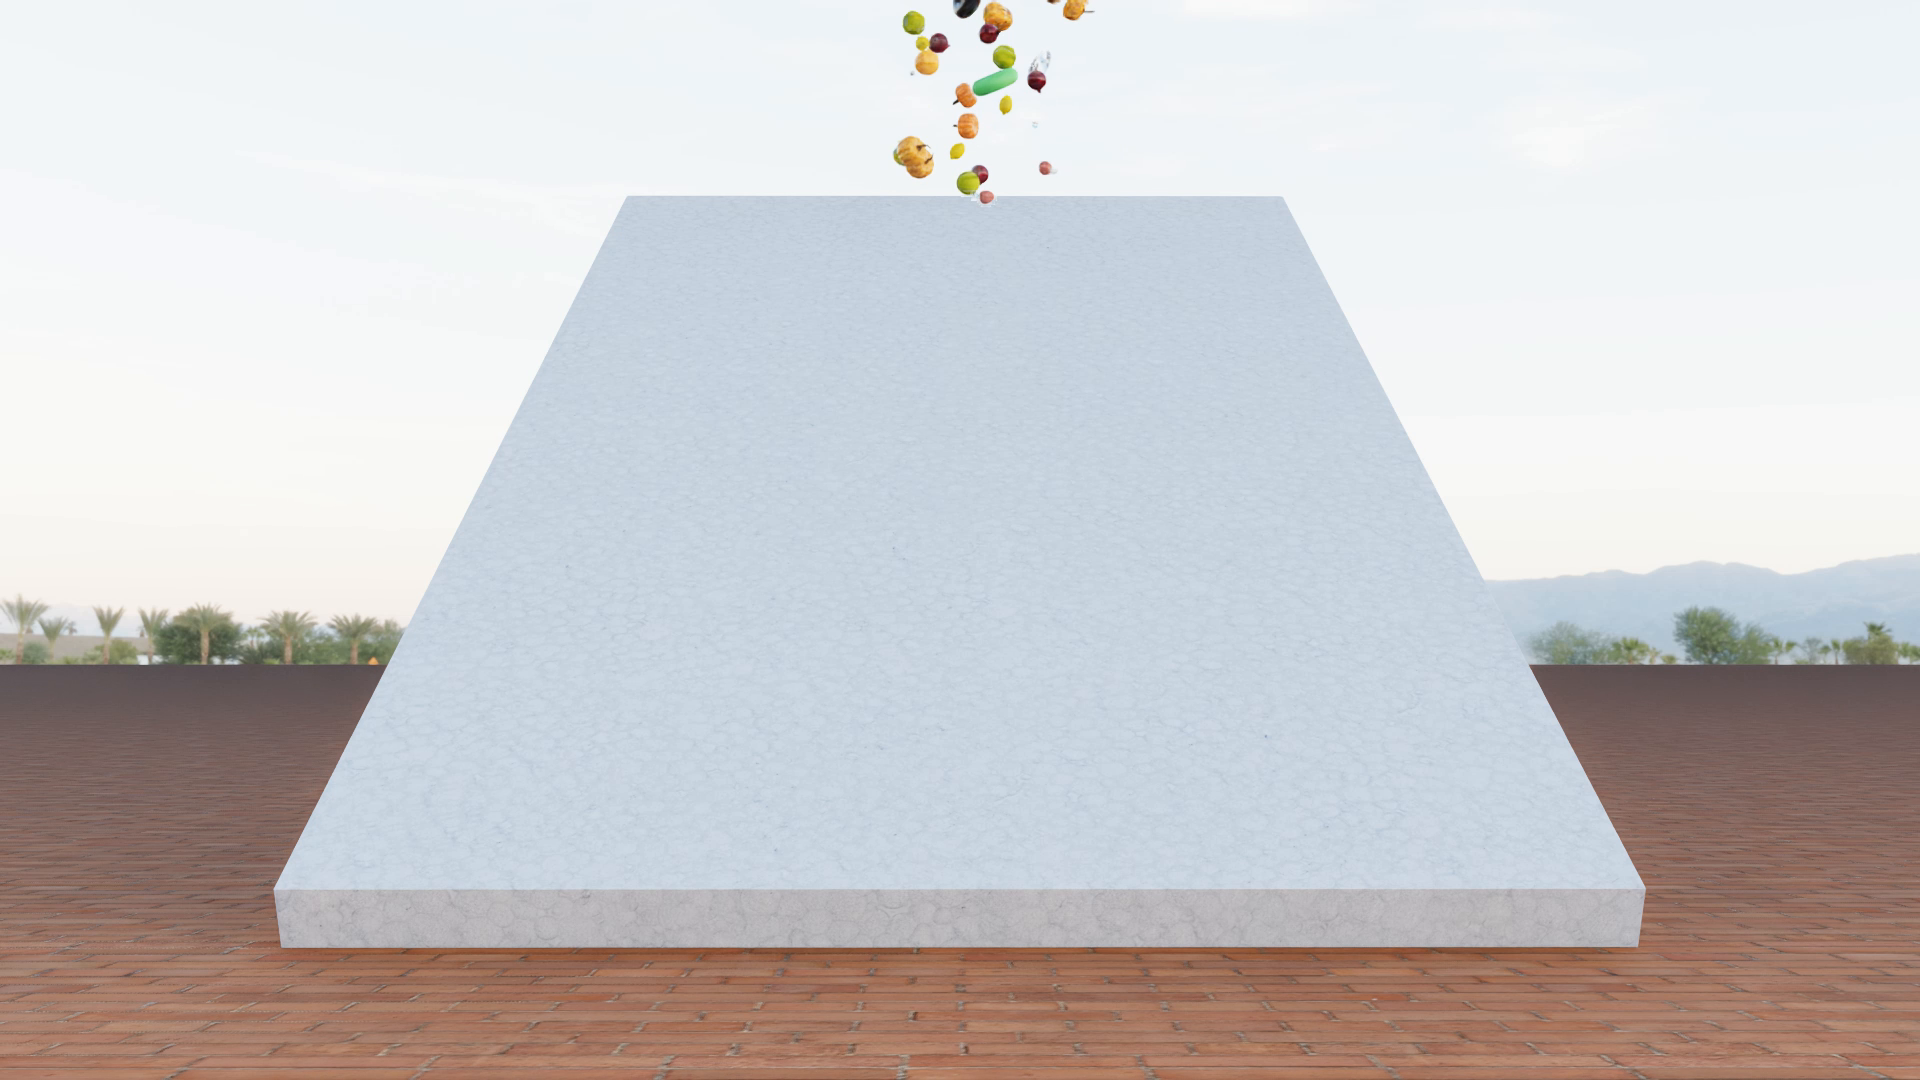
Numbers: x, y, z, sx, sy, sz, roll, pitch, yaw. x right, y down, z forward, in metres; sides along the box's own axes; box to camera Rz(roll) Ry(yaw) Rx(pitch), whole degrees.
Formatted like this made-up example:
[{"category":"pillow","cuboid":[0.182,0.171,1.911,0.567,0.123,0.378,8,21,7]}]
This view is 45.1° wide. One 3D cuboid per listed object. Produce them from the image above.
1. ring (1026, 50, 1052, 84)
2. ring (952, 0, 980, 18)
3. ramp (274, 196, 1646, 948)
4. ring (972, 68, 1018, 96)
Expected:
[{"category":"ring","cuboid":[0.237,-1.418,6.929,0.036,0.109,0.109,29,-12,-15]},{"category":"ring","cuboid":[0.023,-1.548,6.547,0.048,0.143,0.143,14,-9,-24]},{"category":"ramp","cuboid":[-0.007,-0.225,5.229,2.000,0.100,4.000,0,23,0]},{"category":"ring","cuboid":[0.101,-1.315,6.636,0.140,0.047,0.140,-21,13,5]}]
